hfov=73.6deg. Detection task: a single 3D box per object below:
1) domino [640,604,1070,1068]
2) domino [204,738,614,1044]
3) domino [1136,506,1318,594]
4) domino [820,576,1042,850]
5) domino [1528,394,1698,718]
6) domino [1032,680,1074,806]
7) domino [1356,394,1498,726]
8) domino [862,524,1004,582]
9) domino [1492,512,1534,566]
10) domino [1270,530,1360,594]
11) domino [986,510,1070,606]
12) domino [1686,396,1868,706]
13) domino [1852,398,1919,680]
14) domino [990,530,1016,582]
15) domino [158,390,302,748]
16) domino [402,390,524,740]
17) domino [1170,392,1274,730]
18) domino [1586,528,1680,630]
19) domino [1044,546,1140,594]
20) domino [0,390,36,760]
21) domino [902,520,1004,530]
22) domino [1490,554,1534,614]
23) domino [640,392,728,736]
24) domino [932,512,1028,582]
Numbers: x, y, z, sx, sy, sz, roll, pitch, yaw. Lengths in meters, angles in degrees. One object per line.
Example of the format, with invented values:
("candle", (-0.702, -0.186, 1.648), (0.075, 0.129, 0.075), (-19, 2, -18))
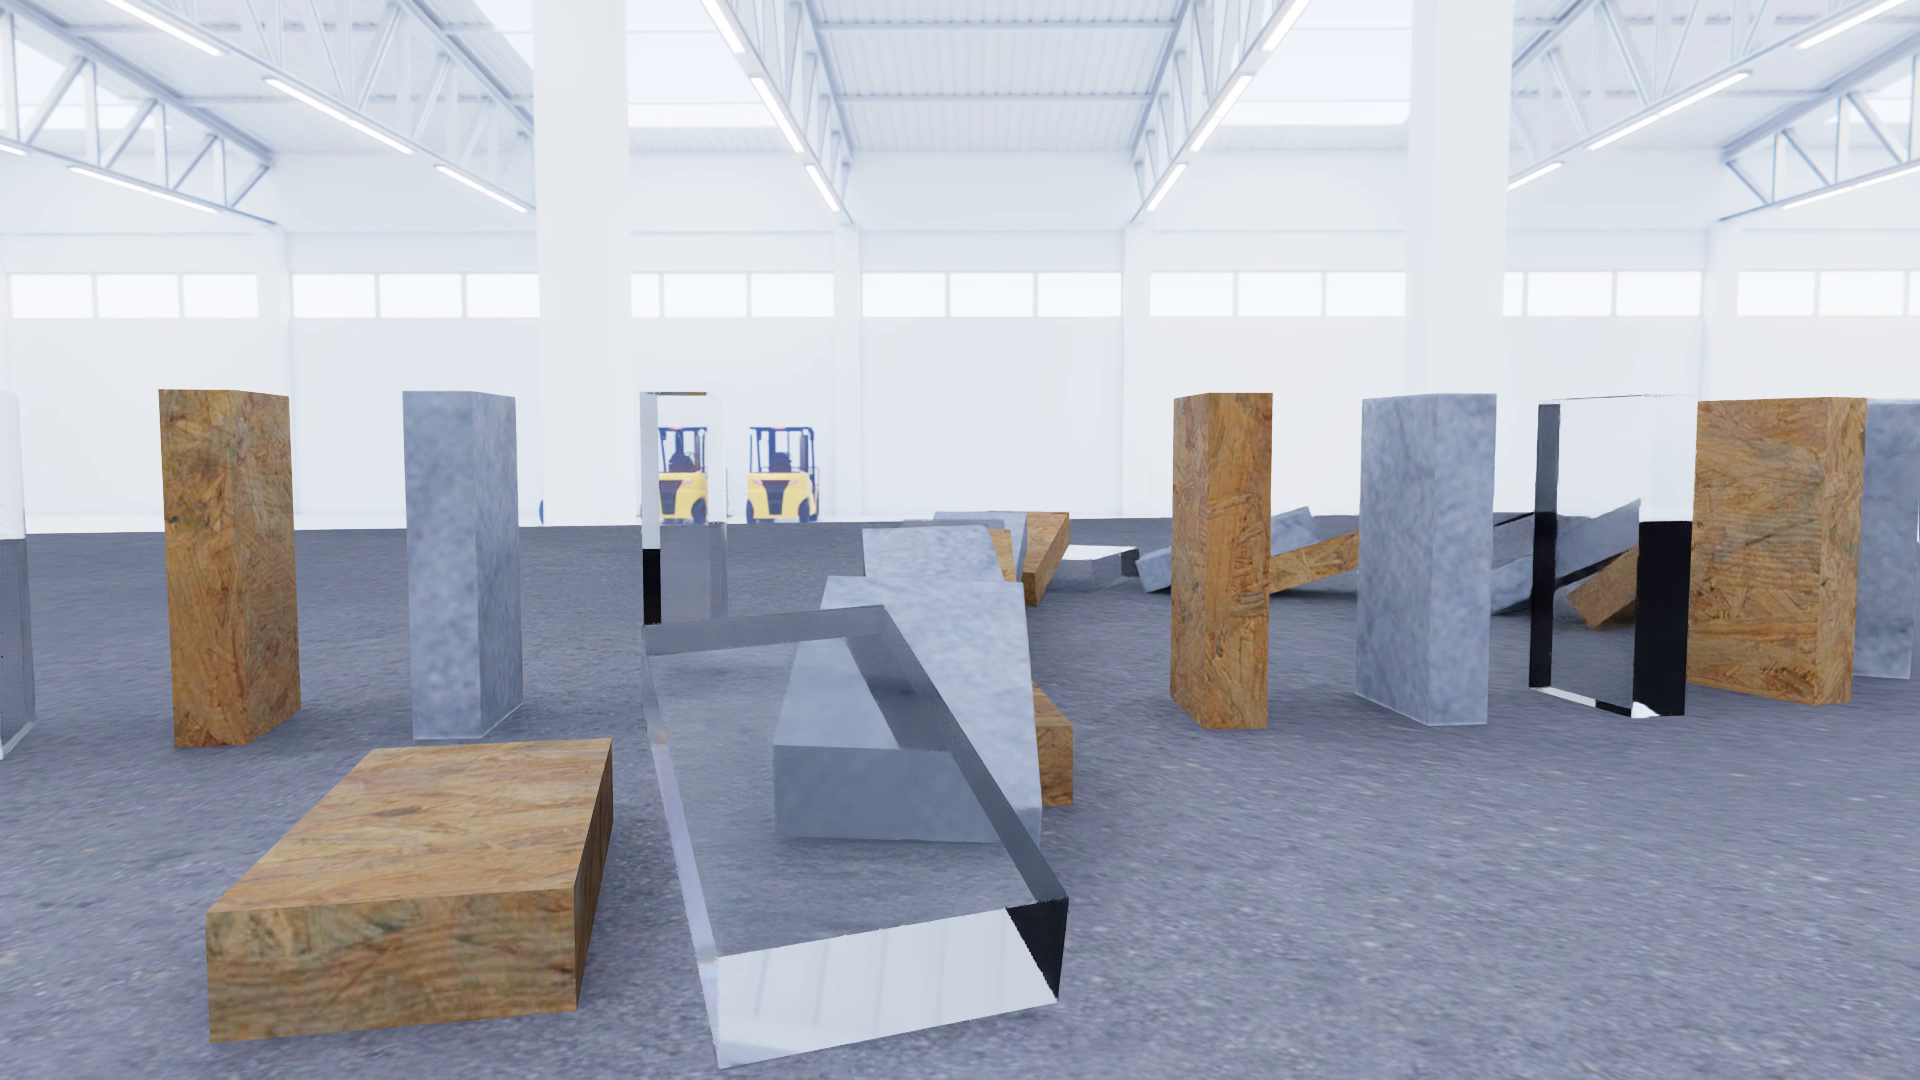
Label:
("domino", (-0.012, 0.021, 0.111), (0.025, 0.009, 0.050), (-4, 23, -19))
("domino", (-0.046, 0.029, 0.118), (0.025, 0.009, 0.050), (-1, 4, -12))
("domino", (0.077, 0.003, 0.371), (0.050, 0.010, 0.025), (-17, 0, 15))
("domino", (-0.005, 0.019, 0.143), (0.025, 0.009, 0.050), (2, 23, 0))
("domino", (0.106, 0.002, 0.211), (0.009, 0.050, 0.025), (-1, 4, -12))
("domino", (-0.002, 0.025, 0.174), (0.025, 0.009, 0.050), (0, 4, -6))
("domino", (0.074, 0.002, 0.205), (0.009, 0.050, 0.025), (-1, 4, -8))
("domino", (-0.004, 0.012, 0.234), (0.025, 0.009, 0.050), (-2, 24, -5))
("domino", (0.133, 0.004, 0.336), (0.050, 0.009, 0.025), (-24, -11, 37))
("domino", (0.108, 0.003, 0.357), (0.050, 0.009, 0.025), (-19, -5, 27))
("domino", (0.014, 0.004, 0.360), (0.025, 0.009, 0.050), (1, 20, 15))
("domino", (0.138, 0.001, 0.220), (0.009, 0.050, 0.025), (-2, 5, -23))
("domino", (0.162, -0.001, 0.238), (0.025, 0.050, 0.009), (2, 12, 30))
("domino", (-0.001, 0.011, 0.262), (0.025, 0.009, 0.050), (0, 21, 0))
("domino", (-0.108, 0.003, 0.191), (0.009, 0.050, 0.025), (-1, 4, -12))
("domino", (-0.075, 0.003, 0.196), (0.009, 0.050, 0.025), (0, 4, -5))
("domino", (0.041, 0.002, 0.202), (0.009, 0.050, 0.025), (0, 4, -2))
("domino", (0.168, 0.002, 0.285), (0.025, 0.009, 0.050), (-3, -34, -31))
("domino", (0.036, 0.008, 0.393), (0.025, 0.009, 0.050), (2, 5, 23))
("domino", (-0.139, 0.004, 0.180), (0.009, 0.050, 0.025), (-2, 5, -27))
("domino", (-0.002, 0.008, 0.295), (0.025, 0.009, 0.050), (0, 22, 0))
("domino", (0.154, 0.004, 0.312), (0.025, 0.009, 0.050), (-4, -21, -43))
("domino", (-0.042, 0.003, 0.198), (0.009, 0.050, 0.025), (0, 4, -4))
("domino", (0.003, 0.006, 0.328), (0.025, 0.010, 0.050), (0, 22, 7))
